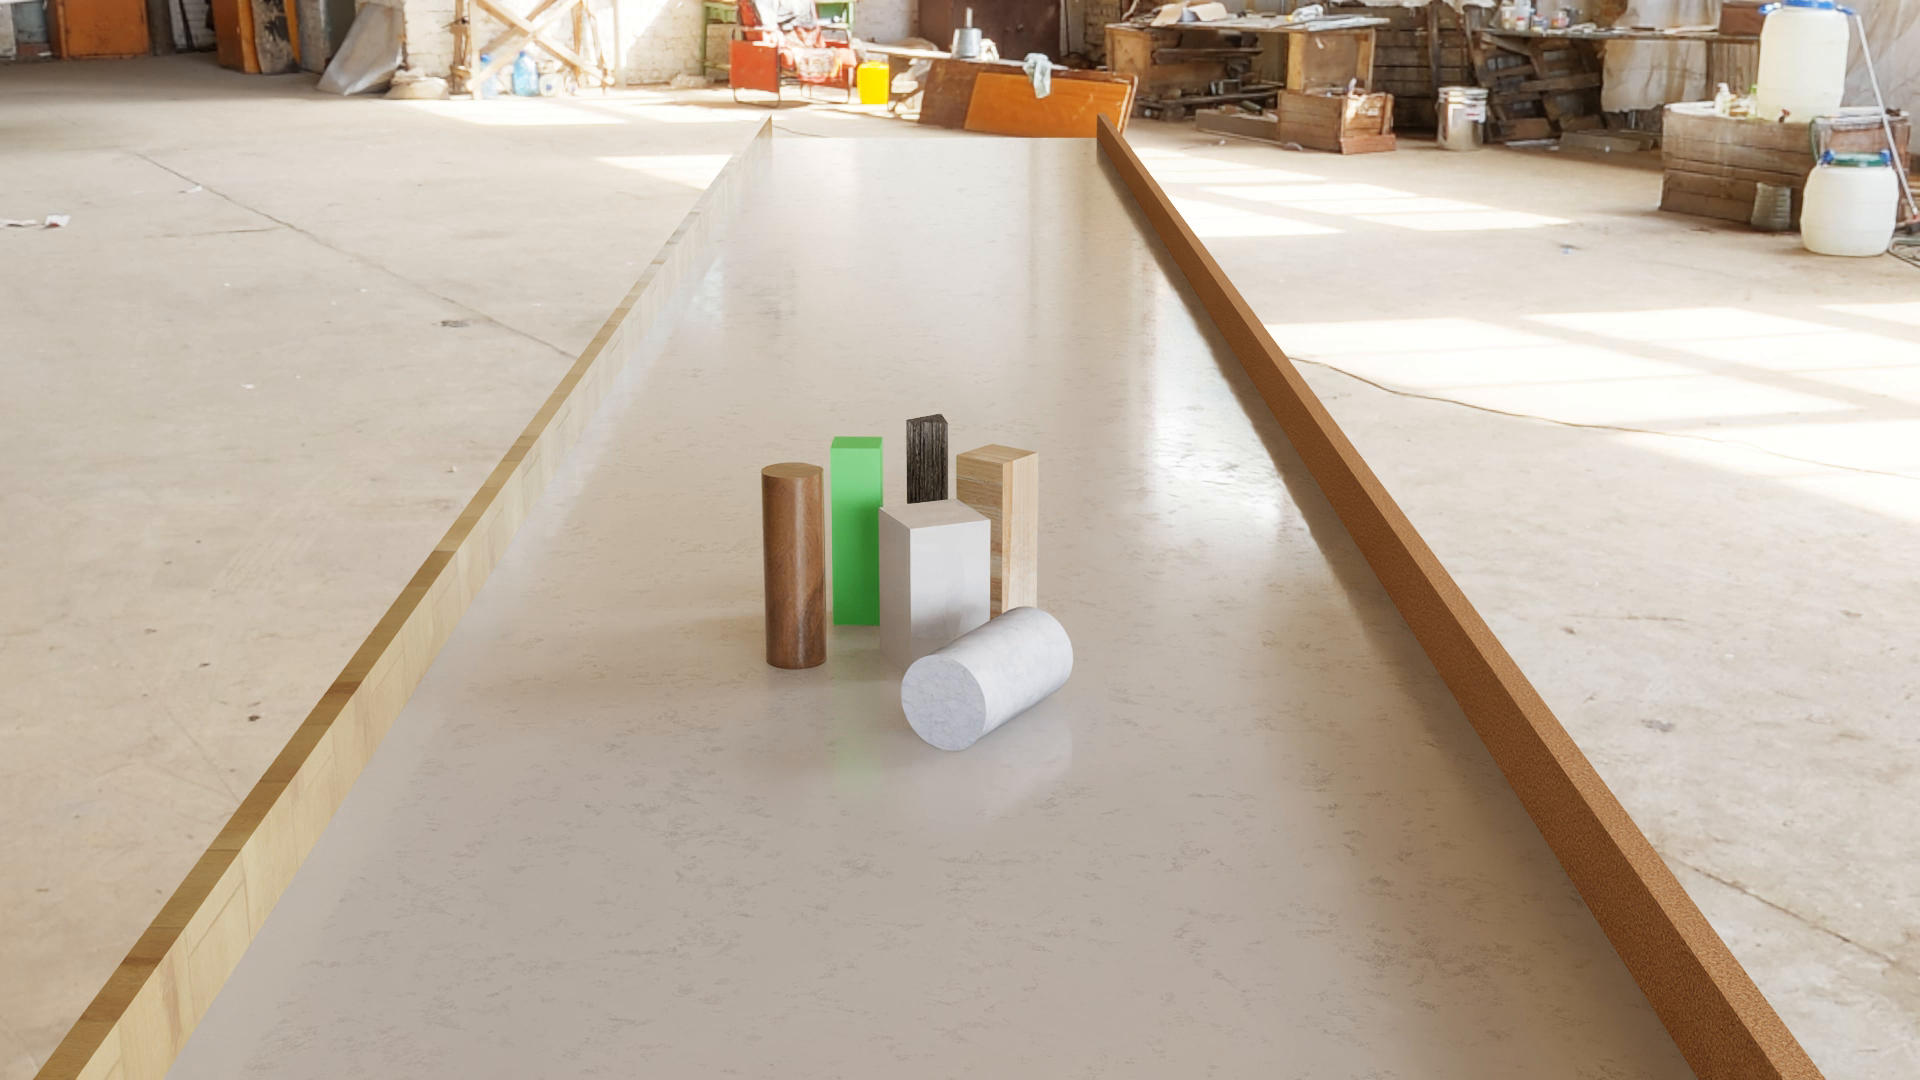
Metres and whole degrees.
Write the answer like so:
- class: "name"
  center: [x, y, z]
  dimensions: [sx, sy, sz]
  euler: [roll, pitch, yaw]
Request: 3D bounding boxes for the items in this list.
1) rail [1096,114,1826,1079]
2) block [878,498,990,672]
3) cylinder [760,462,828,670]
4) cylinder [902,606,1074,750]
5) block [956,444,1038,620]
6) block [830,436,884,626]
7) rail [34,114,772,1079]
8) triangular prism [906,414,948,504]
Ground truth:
- class: "rail"
  center: [0.932, -0.844, 7.801]
  dimensions: [0.050, 0.150, 12.000]
  euler: [0, 17, -1]
- class: "block"
  center: [-0.052, 0.093, 4.384]
  dimensions: [0.169, 0.303, 0.169]
  euler: [-7, 18, -22]
- class: "cylinder"
  center: [-0.329, 0.051, 4.364]
  dimensions: [0.123, 0.393, 0.123]
  euler: [0, 17, 0]
- class: "cylinder"
  center: [0.053, 0.252, 4.065]
  dimensions: [0.180, 0.180, 0.323]
  euler: [10, 19, 30]
- class: "block"
  center: [0.078, -0.009, 4.629]
  dimensions: [0.122, 0.357, 0.122]
  euler: [13, 21, 36]
- class: "block"
  center: [-0.214, -0.019, 4.618]
  dimensions: [0.101, 0.383, 0.101]
  euler: [0, 17, 2]
- class: "rail"
  center: [-1.118, -0.838, 7.780]
  dimensions: [0.050, 0.150, 12.000]
  euler: [0, 17, -1]
- class: "triangular prism"
  center: [-0.058, -0.094, 4.902]
  dimensions: [0.096, 0.366, 0.084]
  euler: [6, 18, 20]
